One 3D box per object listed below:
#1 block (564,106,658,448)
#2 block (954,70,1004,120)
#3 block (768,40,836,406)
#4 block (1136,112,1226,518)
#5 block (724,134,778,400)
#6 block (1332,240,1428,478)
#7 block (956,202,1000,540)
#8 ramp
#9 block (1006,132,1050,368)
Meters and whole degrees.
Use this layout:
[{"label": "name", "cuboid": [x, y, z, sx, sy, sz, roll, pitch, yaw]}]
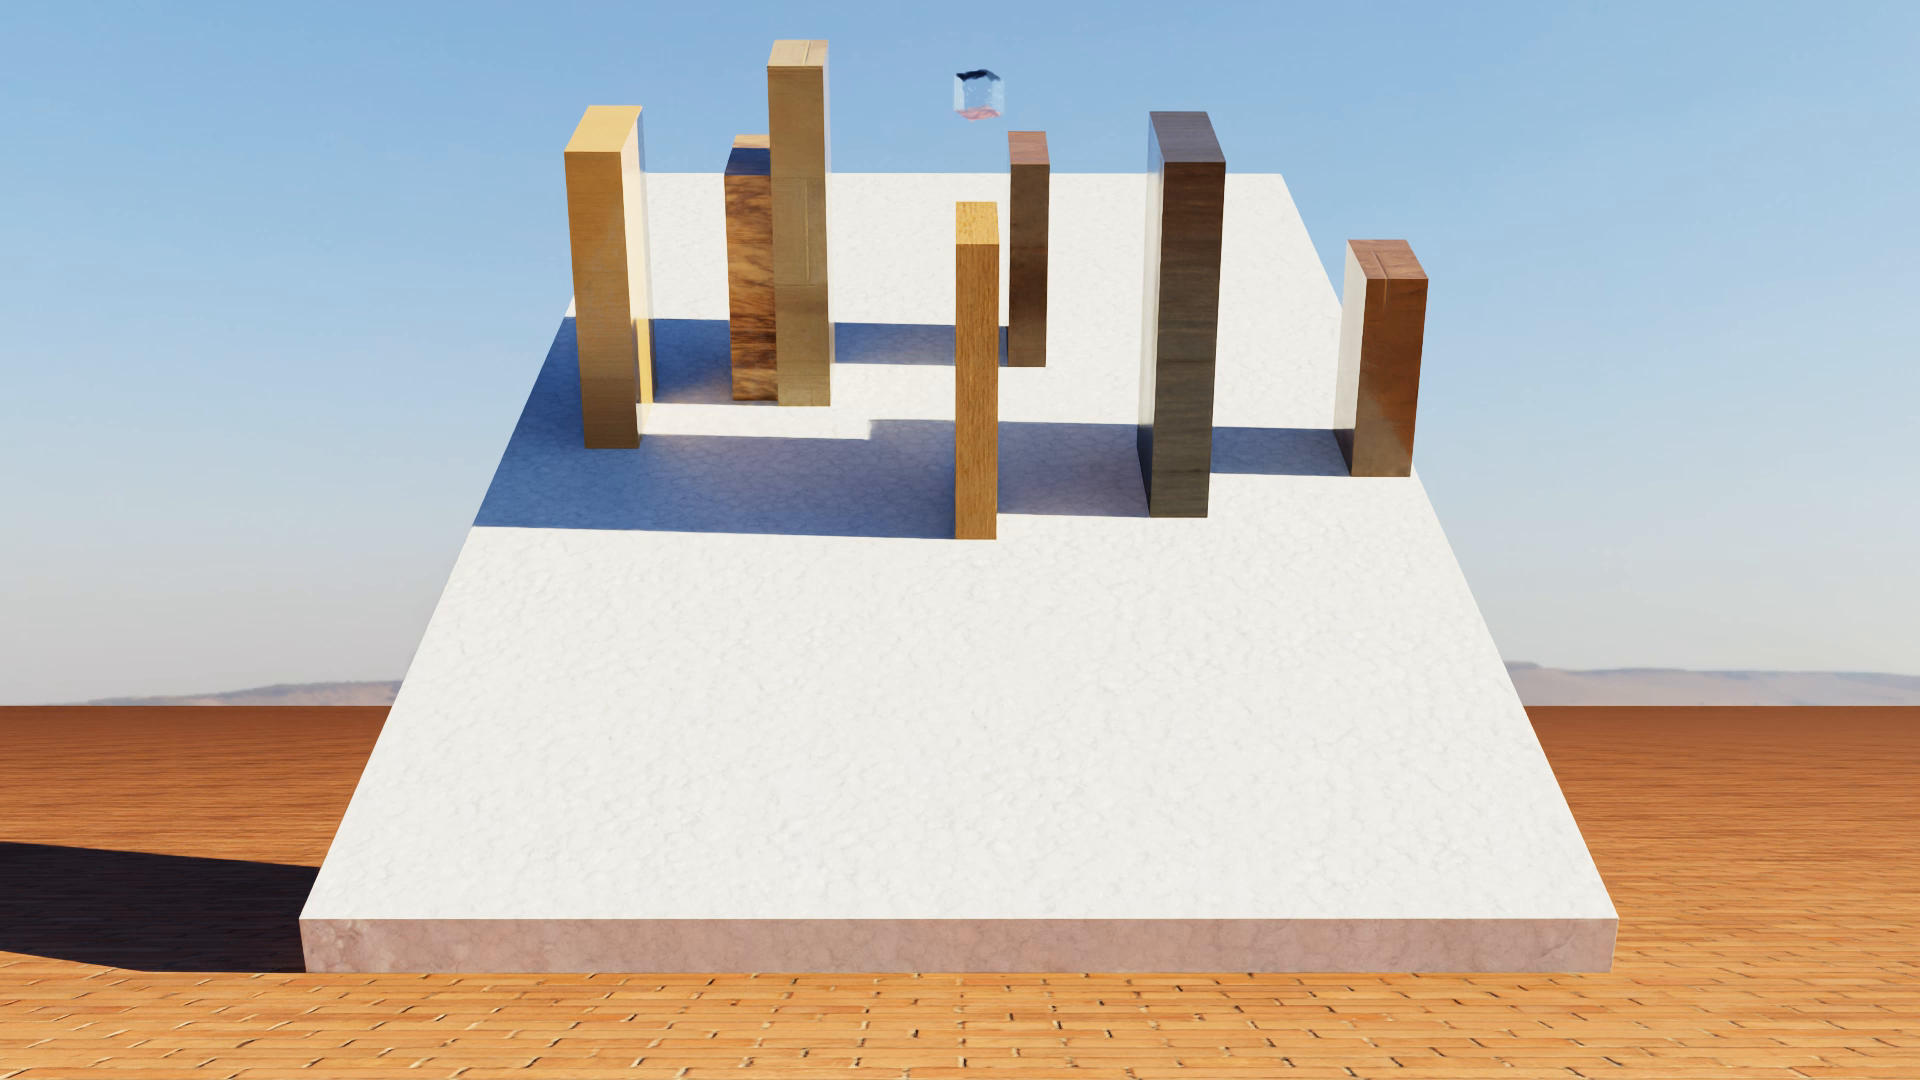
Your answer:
[{"label": "block", "cuboid": [-0.773, -0.589, 5.230, 0.119, 0.676, 0.377, 0, 25, 0]}, {"label": "block", "cuboid": [0.058, -1.373, 7.227, 0.114, 0.114, 0.114, -4, -9, 27]}, {"label": "block", "cuboid": [-0.360, -0.723, 5.377, 0.121, 0.797, 0.249, 0, 25, 0]}, {"label": "block", "cuboid": [0.455, -0.471, 4.886, 0.120, 0.761, 0.382, 0, 25, 0]}, {"label": "block", "cuboid": [-0.469, -0.642, 5.505, 0.122, 0.542, 0.342, 0, 25, 0]}, {"label": "block", "cuboid": [0.911, -0.396, 5.094, 0.129, 0.451, 0.266, 0, 25, 0]}, {"label": "block", "cuboid": [0.033, -0.344, 4.768, 0.084, 0.629, 0.280, 0, 25, 0]}, {"label": "ramp", "cuboid": [-0.009, -0.229, 5.381, 2.000, 0.100, 4.000, 0, 25, 0]}, {"label": "block", "cuboid": [0.162, -0.707, 5.690, 0.092, 0.505, 0.290, 0, 25, 0]}]
